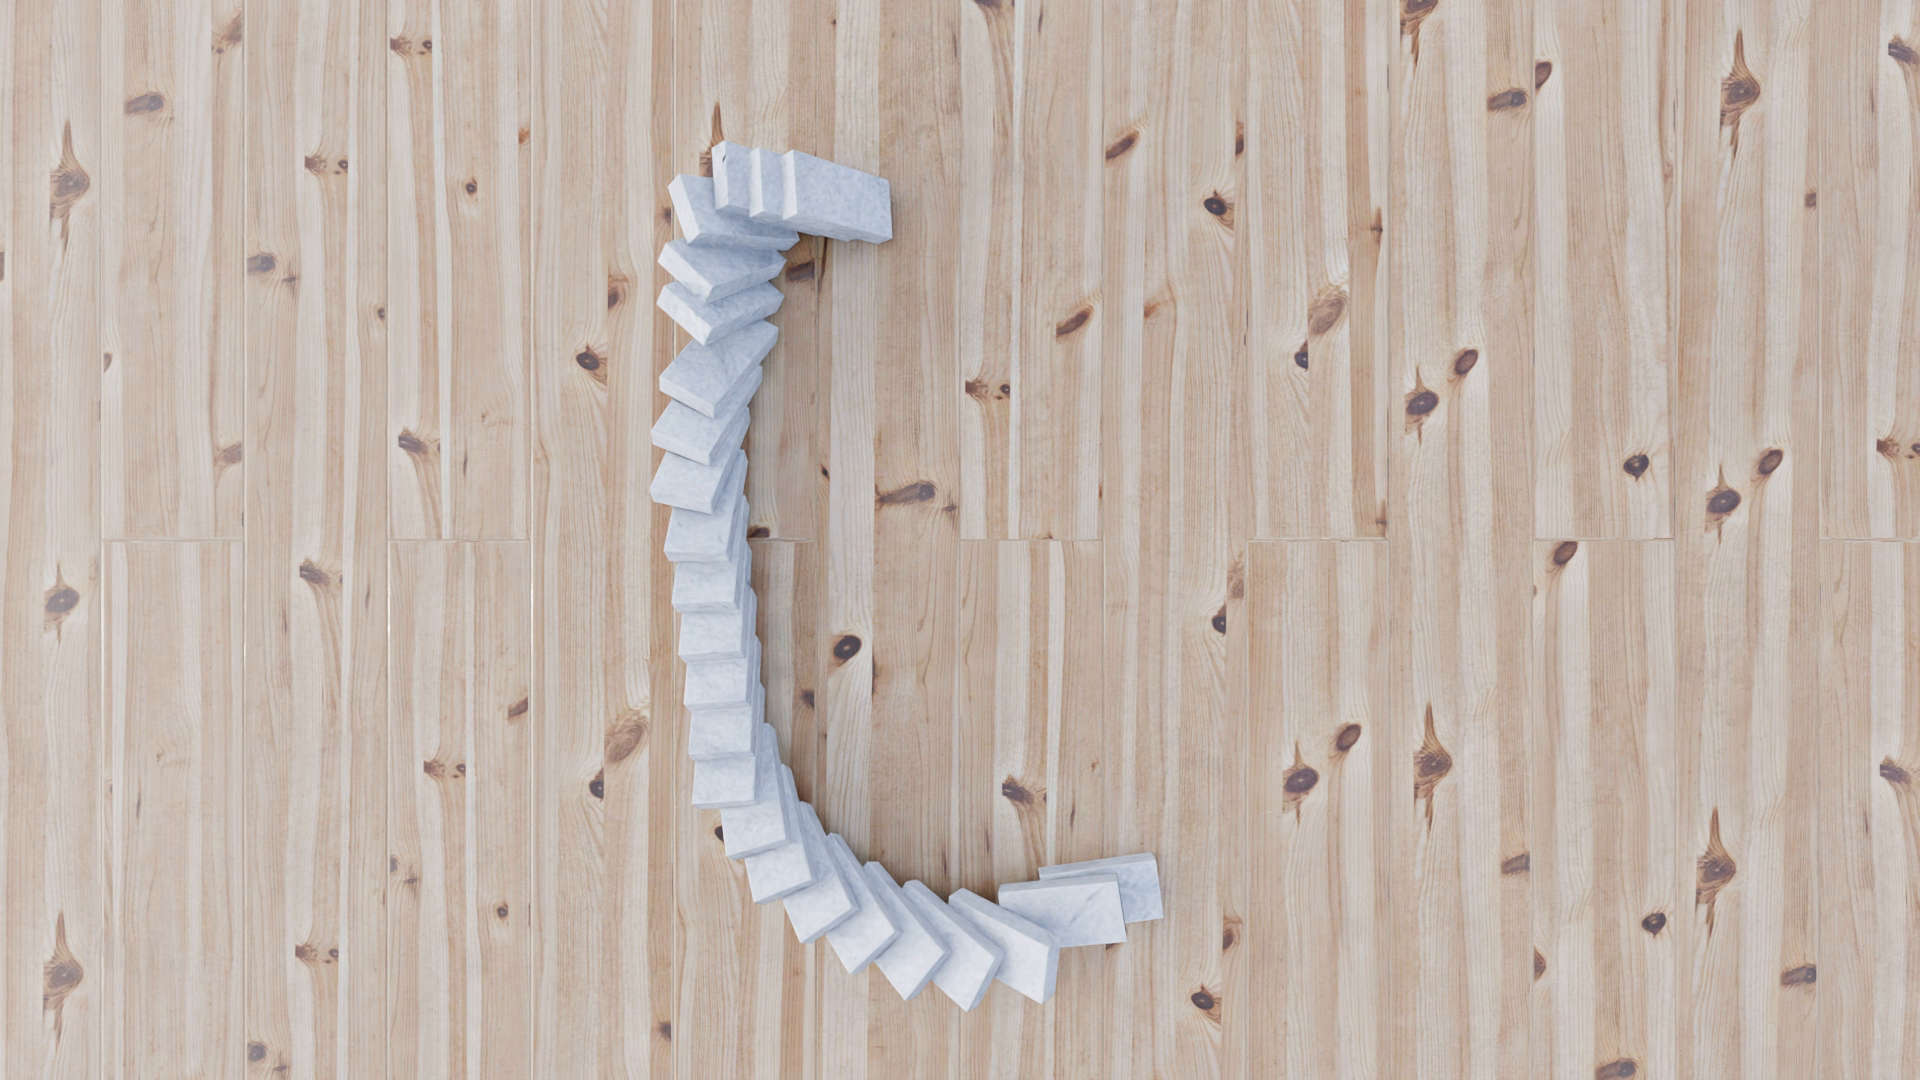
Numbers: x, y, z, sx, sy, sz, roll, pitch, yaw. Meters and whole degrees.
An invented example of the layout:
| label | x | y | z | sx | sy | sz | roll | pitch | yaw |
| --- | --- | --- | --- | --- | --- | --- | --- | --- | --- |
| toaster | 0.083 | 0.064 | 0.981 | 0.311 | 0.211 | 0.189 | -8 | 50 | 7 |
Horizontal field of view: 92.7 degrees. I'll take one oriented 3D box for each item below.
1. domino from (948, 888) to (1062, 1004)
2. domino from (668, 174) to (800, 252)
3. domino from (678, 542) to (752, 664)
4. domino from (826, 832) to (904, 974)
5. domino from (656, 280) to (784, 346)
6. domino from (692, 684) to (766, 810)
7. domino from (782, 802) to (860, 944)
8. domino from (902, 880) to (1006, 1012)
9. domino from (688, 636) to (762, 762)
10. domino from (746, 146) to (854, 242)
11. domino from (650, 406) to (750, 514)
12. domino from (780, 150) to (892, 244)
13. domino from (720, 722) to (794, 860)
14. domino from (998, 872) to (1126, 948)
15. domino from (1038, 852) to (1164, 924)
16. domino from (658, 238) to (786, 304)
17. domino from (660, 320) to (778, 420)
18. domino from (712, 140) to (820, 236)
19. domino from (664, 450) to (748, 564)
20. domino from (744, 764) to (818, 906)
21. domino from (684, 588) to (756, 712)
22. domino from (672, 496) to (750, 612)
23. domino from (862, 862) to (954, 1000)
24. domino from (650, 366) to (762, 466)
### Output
| label | x | y | z | sx | sy | sz | roll | pitch | yaw |
| --- | --- | --- | --- | --- | --- | --- | --- | --- | --- |
| domino | 0.017 | 0.167 | 0.379 | 0.050 | 0.009 | 0.025 | 12 | 103 | 36 |
| domino | -0.092 | -0.134 | 0.378 | 0.010 | 0.050 | 0.025 | -23 | 85 | 42 |
| domino | -0.102 | 0.026 | 0.384 | 0.025 | 0.009 | 0.050 | -4 | 61 | 0 |
| domino | -0.048 | 0.151 | 0.383 | 0.025 | 0.010 | 0.050 | -43 | 59 | 0 |
| domino | -0.097 | -0.099 | 0.377 | 0.025 | 0.050 | 0.010 | 42 | 128 | 0 |
| domino | -0.096 | 0.085 | 0.383 | 0.025 | 0.009 | 0.050 | -5 | 60 | 1 |
| domino | -0.064 | 0.138 | 0.383 | 0.025 | 0.009 | 0.050 | -34 | 59 | 0 |
| domino | -0.008 | 0.168 | 0.382 | 0.050 | 0.009 | 0.025 | 29 | 94 | 32 |
| domino | -0.098 | 0.066 | 0.383 | 0.025 | 0.009 | 0.050 | -4 | 60 | 0 |
| domino | -0.064 | -0.142 | 0.379 | 0.010 | 0.050 | 0.025 | -3 | 90 | 44 |
| domino | -0.108 | -0.036 | 0.383 | 0.025 | 0.009 | 0.050 | 12 | 59 | 0 |
| domino | -0.050 | -0.141 | 0.379 | 0.010 | 0.050 | 0.025 | -3 | 90 | 44 |
| domino | -0.087 | 0.105 | 0.383 | 0.025 | 0.010 | 0.050 | -17 | 59 | 0 |
| domino | 0.043 | 0.156 | 0.385 | 0.050 | 0.009 | 0.025 | -9 | 90 | 9 |
| domino | 0.060 | 0.152 | 0.395 | 0.050 | 0.009 | 0.025 | -8 | 90 | 0 |
| domino | -0.097 | -0.115 | 0.377 | 0.025 | 0.050 | 0.010 | 43 | 128 | 0 |
| domino | -0.100 | -0.076 | 0.383 | 0.025 | 0.010 | 0.050 | 29 | 59 | 0 |
| domino | -0.077 | -0.144 | 0.379 | 0.009 | 0.050 | 0.025 | -3 | 90 | 44 |
| domino | -0.106 | -0.015 | 0.384 | 0.025 | 0.010 | 0.050 | 2 | 61 | 0 |
| domino | -0.078 | 0.122 | 0.383 | 0.025 | 0.010 | 0.050 | -22 | 59 | 0 |
| domino | -0.100 | 0.045 | 0.384 | 0.025 | 0.010 | 0.050 | -4 | 61 | 0 |
| domino | -0.104 | 0.005 | 0.384 | 0.025 | 0.010 | 0.050 | -2 | 61 | 0 |
| domino | -0.029 | 0.162 | 0.383 | 0.050 | 0.010 | 0.025 | 40 | 93 | 31 |
| domino | -0.105 | -0.057 | 0.383 | 0.025 | 0.010 | 0.050 | 22 | 59 | 0 |
